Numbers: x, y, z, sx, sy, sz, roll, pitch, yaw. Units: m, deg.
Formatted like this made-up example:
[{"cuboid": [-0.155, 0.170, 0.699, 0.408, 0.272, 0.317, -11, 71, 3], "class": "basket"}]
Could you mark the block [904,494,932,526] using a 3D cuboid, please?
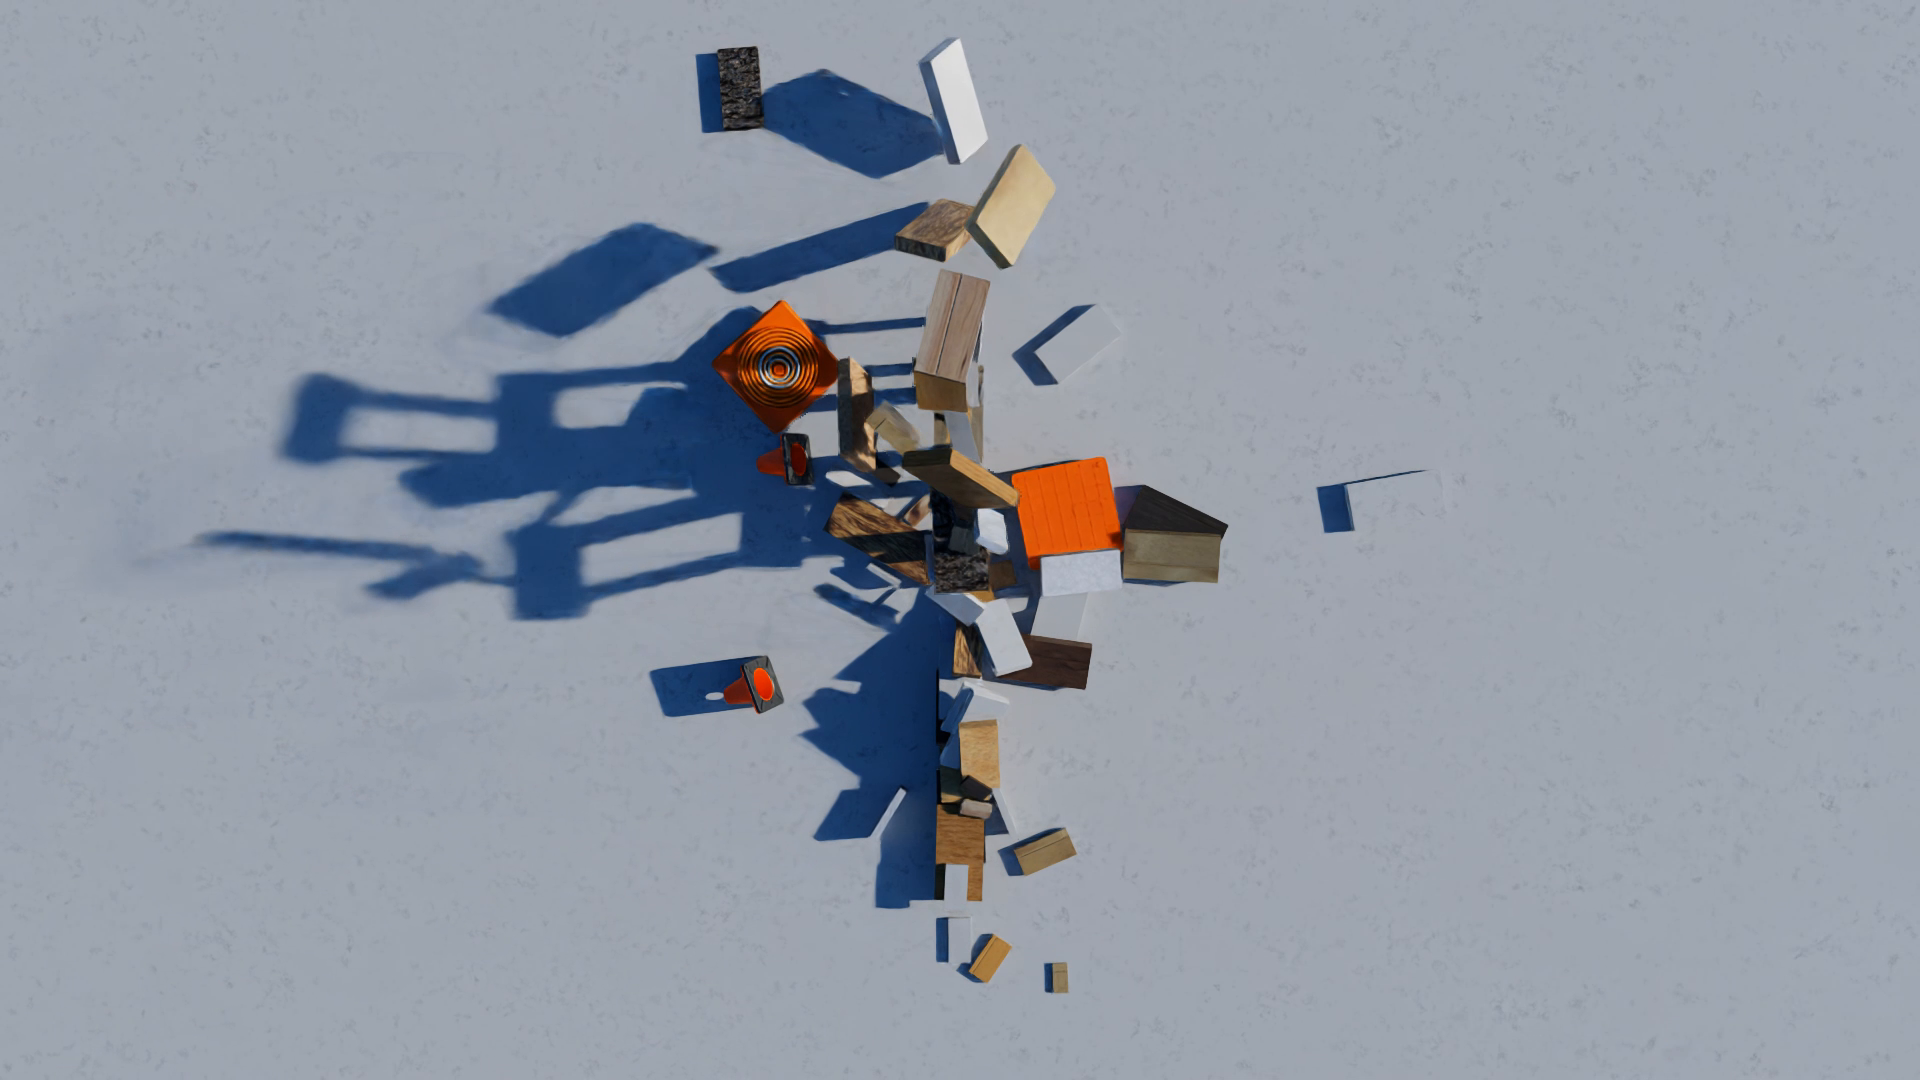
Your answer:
[{"cuboid": [-0.134, -0.097, 5.493, 0.106, 0.015, 0.053, -45, 91, 0], "class": "block"}]

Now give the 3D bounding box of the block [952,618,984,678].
[{"cuboid": [0.030, 0.328, 5.392, 0.093, 0.026, 0.259, 7, 59, -4], "class": "block"}]

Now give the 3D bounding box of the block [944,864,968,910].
[{"cuboid": [-0.013, 1.136, 5.401, 0.074, 0.021, 0.148, 3, 90, 0], "class": "block"}]

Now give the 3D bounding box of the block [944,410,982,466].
[{"cuboid": [0.009, -0.290, 4.903, 0.067, 0.019, 0.300, -15, 56, 0], "class": "block"}]

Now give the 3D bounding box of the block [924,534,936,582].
[{"cuboid": [-0.023, 0.042, 5.033, 0.158, 0.315, 0.045, -10, 109, 0], "class": "block"}]

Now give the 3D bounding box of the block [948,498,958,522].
[{"cuboid": [0.008, -0.078, 4.822, 0.068, 0.019, 0.135, -12, 90, 0], "class": "block"}]

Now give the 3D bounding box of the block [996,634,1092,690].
[{"cuboid": [0.277, 0.398, 5.449, 0.301, 0.043, 0.150, 8, 110, 2], "class": "block"}]

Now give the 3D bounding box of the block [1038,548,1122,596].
[{"cuboid": [0.395, 0.105, 5.420, 0.265, 0.037, 0.132, -6, 104, -8], "class": "block"}]

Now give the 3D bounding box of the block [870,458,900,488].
[{"cuboid": [-0.254, -0.224, 5.484, 0.106, 0.015, 0.053, 35, 90, -9], "class": "block"}]

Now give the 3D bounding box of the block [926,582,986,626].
[{"cuboid": [-0.014, 0.195, 5.345, 0.182, 0.026, 0.091, 37, 121, -10], "class": "block"}]

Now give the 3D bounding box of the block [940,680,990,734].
[{"cuboid": [0.018, 0.549, 5.318, 0.093, 0.026, 0.186, 21, 115, -11], "class": "block"}]

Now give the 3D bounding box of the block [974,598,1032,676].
[{"cuboid": [0.131, 0.316, 5.379, 0.123, 0.035, 0.247, -14, 63, -18], "class": "block"}]

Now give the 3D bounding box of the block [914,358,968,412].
[{"cuboid": [-0.052, -0.436, 4.664, 0.143, 0.286, 0.041, 4, 74, 3], "class": "block"}]

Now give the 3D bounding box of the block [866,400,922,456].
[{"cuboid": [-0.194, -0.333, 4.925, 0.162, 0.377, 0.046, 43, 98, -5], "class": "block"}]

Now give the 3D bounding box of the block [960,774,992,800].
[{"cuboid": [0.051, 0.805, 5.358, 0.099, 0.014, 0.050, 35, 110, -23], "class": "block"}]

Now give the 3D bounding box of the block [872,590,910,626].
[{"cuboid": [-0.231, 0.224, 5.491, 0.121, 0.017, 0.060, -42, 90, 0], "class": "block"}]

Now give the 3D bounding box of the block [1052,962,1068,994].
[{"cuboid": [0.334, 1.458, 5.493, 0.050, 0.014, 0.099, -3, 90, 0], "class": "block"}]

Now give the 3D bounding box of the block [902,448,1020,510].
[{"cuboid": [0.003, -0.163, 4.490, 0.162, 0.324, 0.046, -2, 70, 36], "class": "block"}]

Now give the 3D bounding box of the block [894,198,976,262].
[{"cuboid": [-0.056, -1.003, 5.324, 0.176, 0.353, 0.050, 17, 126, 17], "class": "block"}]

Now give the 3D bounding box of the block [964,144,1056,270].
[{"cuboid": [0.152, -0.984, 4.863, 0.176, 0.050, 0.353, 46, 54, -28], "class": "block"}]

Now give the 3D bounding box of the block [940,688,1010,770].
[{"cuboid": [0.045, 0.618, 5.319, 0.123, 0.035, 0.291, 17, 116, -15], "class": "block"}]

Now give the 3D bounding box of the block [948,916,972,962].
[{"cuboid": [-0.001, 1.331, 5.490, 0.074, 0.021, 0.148, -1, 90, 0], "class": "block"}]

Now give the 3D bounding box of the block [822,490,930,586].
[{"cuboid": [-0.245, -0.005, 5.479, 0.396, 0.043, 0.150, 29, 90, 0], "class": "block"}]

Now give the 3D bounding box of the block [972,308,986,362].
[{"cuboid": [-0.007, -0.603, 4.665, 0.143, 0.286, 0.041, 13, 68, 3], "class": "block"}]

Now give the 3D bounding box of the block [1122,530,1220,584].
[{"cuboid": [0.698, 0.053, 5.439, 0.311, 0.044, 0.156, 3, 106, 7], "class": "block"}]

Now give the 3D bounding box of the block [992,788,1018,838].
[{"cuboid": [0.145, 0.888, 5.453, 0.027, 0.094, 0.187, -22, 90, 0], "class": "block"}]

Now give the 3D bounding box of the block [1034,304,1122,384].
[{"cuboid": [0.392, -0.653, 5.481, 0.265, 0.037, 0.132, -38, 90, 0], "class": "block"}]

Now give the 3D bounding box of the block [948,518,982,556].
[{"cuboid": [0.020, -0.008, 4.742, 0.091, 0.182, 0.026, 13, 68, -1], "class": "block"}]

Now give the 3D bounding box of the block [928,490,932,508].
[{"cuboid": [-0.011, -0.162, 5.033, 0.158, 0.315, 0.045, 2, 108, 0], "class": "block"}]

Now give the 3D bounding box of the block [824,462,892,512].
[{"cuboid": [-0.338, -0.176, 5.479, 0.226, 0.017, 0.060, 29, 64, 0], "class": "block"}]

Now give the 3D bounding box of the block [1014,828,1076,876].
[{"cuboid": [0.284, 1.037, 5.487, 0.187, 0.027, 0.094, -23, 90, 0], "class": "block"}]

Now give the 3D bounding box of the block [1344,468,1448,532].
[{"cuboid": [1.446, -0.133, 5.478, 0.311, 0.044, 0.156, -10, 90, 0], "class": "block"}]
